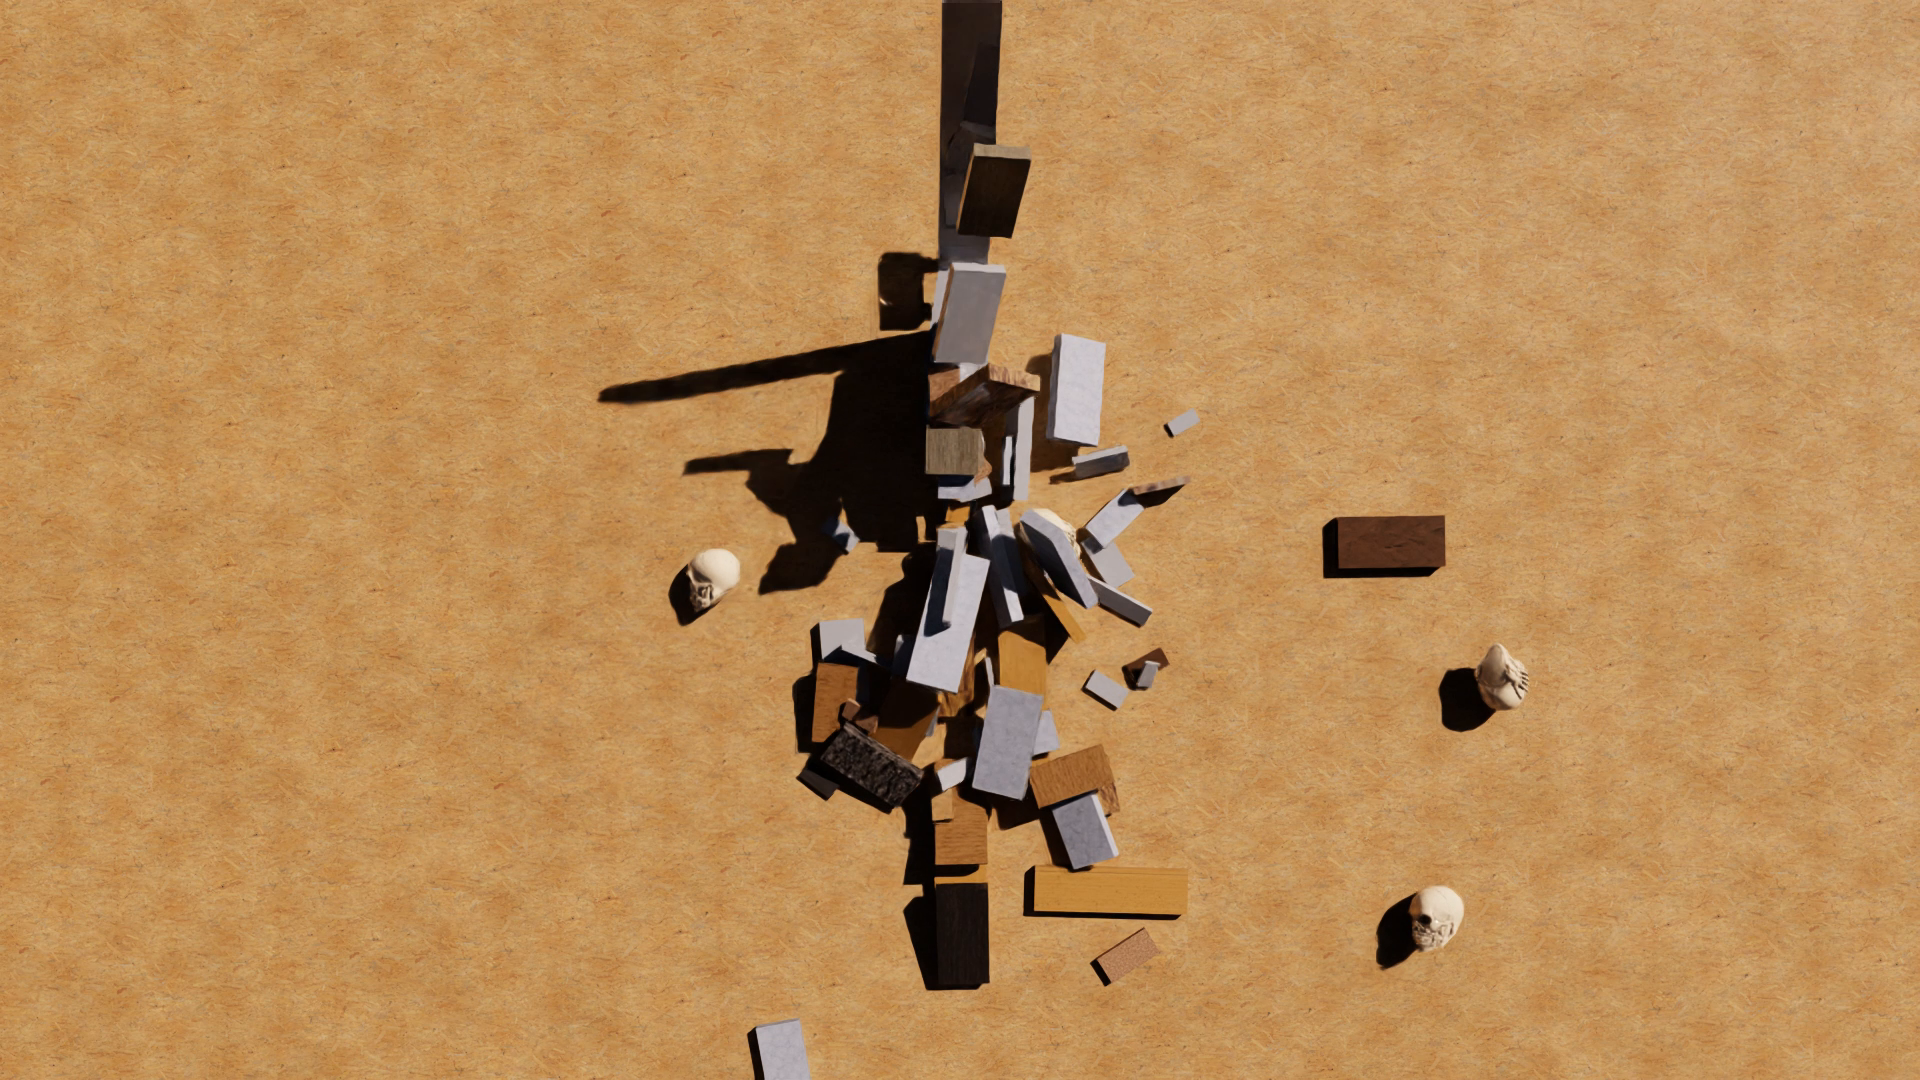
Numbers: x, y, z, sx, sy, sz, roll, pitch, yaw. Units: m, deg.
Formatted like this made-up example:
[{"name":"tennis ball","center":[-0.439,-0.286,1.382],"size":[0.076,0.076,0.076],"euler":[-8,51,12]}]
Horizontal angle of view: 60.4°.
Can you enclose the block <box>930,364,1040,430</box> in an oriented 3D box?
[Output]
[{"name":"block","center":[0.068,-0.416,4.817],"size":[0.170,0.340,0.048],"euler":[11,69,-29]}]

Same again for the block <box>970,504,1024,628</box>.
[{"name":"block","center":[0.120,0.089,5.398],"size":[0.041,0.145,0.386],"euler":[-12,82,-17]}]

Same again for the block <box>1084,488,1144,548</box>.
[{"name":"block","center":[0.510,-0.072,5.466],"size":[0.190,0.027,0.095],"euler":[-44,90,-8]}]

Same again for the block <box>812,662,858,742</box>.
[{"name":"block","center":[-0.412,0.538,5.436],"size":[0.131,0.037,0.263],"euler":[5,102,-2]}]

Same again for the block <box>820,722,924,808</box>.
[{"name":"block","center":[-0.290,0.742,5.428],"size":[0.307,0.043,0.153],"euler":[34,118,-7]}]

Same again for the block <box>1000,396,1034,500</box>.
[{"name":"block","center":[0.190,-0.329,5.410],"size":[0.049,0.173,0.398],"euler":[4,90,-12]}]

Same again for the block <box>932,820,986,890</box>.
[{"name":"block","center":[0.000,1.099,5.476],"size":[0.170,0.048,0.340],"euler":[-2,90,0]}]

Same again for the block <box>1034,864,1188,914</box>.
[{"name":"block","center":[0.500,1.161,5.479],"size":[0.507,0.041,0.145],"euler":[1,90,0]}]

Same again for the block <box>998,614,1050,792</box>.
[{"name":"block","center":[0.212,0.539,5.450],"size":[0.153,0.043,0.584],"euler":[-2,87,10]}]

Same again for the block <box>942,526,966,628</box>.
[{"name":"block","center":[-0.016,0.117,5.228],"size":[0.026,0.091,0.307],"euler":[9,75,3]}]

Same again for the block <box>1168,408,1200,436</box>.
[{"name":"block","center":[0.744,-0.392,5.493],"size":[0.101,0.014,0.050],"euler":[-30,90,0]}]

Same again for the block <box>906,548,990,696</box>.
[{"name":"block","center":[-0.038,0.257,5.262],"size":[0.167,0.047,0.445],"euler":[15,75,-2]}]

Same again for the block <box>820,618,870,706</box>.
[{"name":"block","center":[-0.382,0.409,5.479],"size":[0.145,0.041,0.290],"euler":[-4,90,0]}]

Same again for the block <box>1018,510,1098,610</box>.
[{"name":"block","center":[0.317,0.063,5.286],"size":[0.049,0.173,0.346],"euler":[-41,132,-13]}]

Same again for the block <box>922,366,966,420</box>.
[{"name":"block","center":[-0.049,-0.451,5.053],"size":[0.093,0.026,0.186],"euler":[15,75,-3]}]

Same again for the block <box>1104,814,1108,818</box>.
[{"name":"block","center":[0.417,0.845,5.486],"size":[0.095,0.027,0.190],"euler":[-20,90,0]}]

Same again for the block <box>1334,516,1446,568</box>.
[{"name":"block","center":[1.427,0.006,5.476],"size":[0.354,0.048,0.170],"euler":[-1,90,0]}]

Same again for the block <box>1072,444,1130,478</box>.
[{"name":"block","center":[0.466,-0.258,5.449],"size":[0.182,0.091,0.026],"euler":[-13,58,3]}]

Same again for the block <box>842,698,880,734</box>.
[{"name":"block","center":[-0.322,0.574,5.385],"size":[0.125,0.018,0.063],"euler":[27,109,22]}]

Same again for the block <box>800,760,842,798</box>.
[{"name":"block","center":[-0.465,0.797,5.491],"size":[0.125,0.018,0.063],"euler":[37,90,0]}]

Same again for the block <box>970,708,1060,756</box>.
[{"name":"block","center":[0.182,0.651,5.409],"size":[0.272,0.037,0.131],"euler":[-15,85,10]}]

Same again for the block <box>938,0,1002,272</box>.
[{"name":"block","center":[0.019,-1.066,4.832],"size":[0.156,1.522,0.044],"euler":[3,60,0]}]

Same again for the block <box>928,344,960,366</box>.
[{"name":"block","center":[-0.032,-0.600,5.024],"size":[0.093,0.026,0.186],"euler":[12,52,0]}]

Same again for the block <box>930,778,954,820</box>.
[{"name":"block","center":[-0.060,0.847,5.410],"size":[0.067,0.019,0.140],"euler":[-5,76,3]}]

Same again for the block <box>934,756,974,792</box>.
[{"name":"block","center":[-0.016,0.763,5.392],"size":[0.134,0.019,0.067],"euler":[-21,100,-31]}]

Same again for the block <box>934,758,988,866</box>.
[{"name":"block","center":[0.003,0.896,5.435],"size":[0.170,0.048,0.340],"euler":[-1,76,0]}]

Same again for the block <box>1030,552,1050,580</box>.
[{"name":"block","center":[0.273,0.087,5.493],"size":[0.097,0.014,0.049],"euler":[34,90,0]}]

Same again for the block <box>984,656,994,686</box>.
[{"name":"block","center":[0.102,0.454,5.467],"size":[0.018,0.065,0.131],"euler":[-9,90,0]}]

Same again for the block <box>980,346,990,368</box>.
[{"name":"block","center":[0.013,-0.660,5.193],"size":[0.167,0.047,0.334],"euler":[5,99,1]}]

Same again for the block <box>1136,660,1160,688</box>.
[{"name":"block","center":[0.622,0.445,5.463],"size":[0.049,0.014,0.097],"euler":[6,122,-15]}]

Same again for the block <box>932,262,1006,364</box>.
[{"name":"block","center":[0.025,-0.662,4.830],"size":[0.156,0.044,0.312],"euler":[1,129,-17]}]

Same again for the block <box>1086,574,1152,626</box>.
[{"name":"block","center":[0.515,0.198,5.474],"size":[0.251,0.018,0.065],"euler":[28,124,0]}]

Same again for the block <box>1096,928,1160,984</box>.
[{"name":"block","center":[0.560,1.381,5.487],"size":[0.190,0.027,0.095],"euler":[-33,90,0]}]

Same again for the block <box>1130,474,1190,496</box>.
[{"name":"block","center":[0.662,-0.181,5.453],"size":[0.190,0.095,0.027],"euler":[-12,90,0]}]

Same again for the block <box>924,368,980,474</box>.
[{"name":"block","center":[-0.024,-0.376,5.196],"size":[0.167,0.047,0.334],"euler":[1,101,2]}]

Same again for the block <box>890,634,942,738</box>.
[{"name":"block","center":[-0.142,0.475,5.371],"size":[0.167,0.047,0.334],"euler":[13,119,7]}]
